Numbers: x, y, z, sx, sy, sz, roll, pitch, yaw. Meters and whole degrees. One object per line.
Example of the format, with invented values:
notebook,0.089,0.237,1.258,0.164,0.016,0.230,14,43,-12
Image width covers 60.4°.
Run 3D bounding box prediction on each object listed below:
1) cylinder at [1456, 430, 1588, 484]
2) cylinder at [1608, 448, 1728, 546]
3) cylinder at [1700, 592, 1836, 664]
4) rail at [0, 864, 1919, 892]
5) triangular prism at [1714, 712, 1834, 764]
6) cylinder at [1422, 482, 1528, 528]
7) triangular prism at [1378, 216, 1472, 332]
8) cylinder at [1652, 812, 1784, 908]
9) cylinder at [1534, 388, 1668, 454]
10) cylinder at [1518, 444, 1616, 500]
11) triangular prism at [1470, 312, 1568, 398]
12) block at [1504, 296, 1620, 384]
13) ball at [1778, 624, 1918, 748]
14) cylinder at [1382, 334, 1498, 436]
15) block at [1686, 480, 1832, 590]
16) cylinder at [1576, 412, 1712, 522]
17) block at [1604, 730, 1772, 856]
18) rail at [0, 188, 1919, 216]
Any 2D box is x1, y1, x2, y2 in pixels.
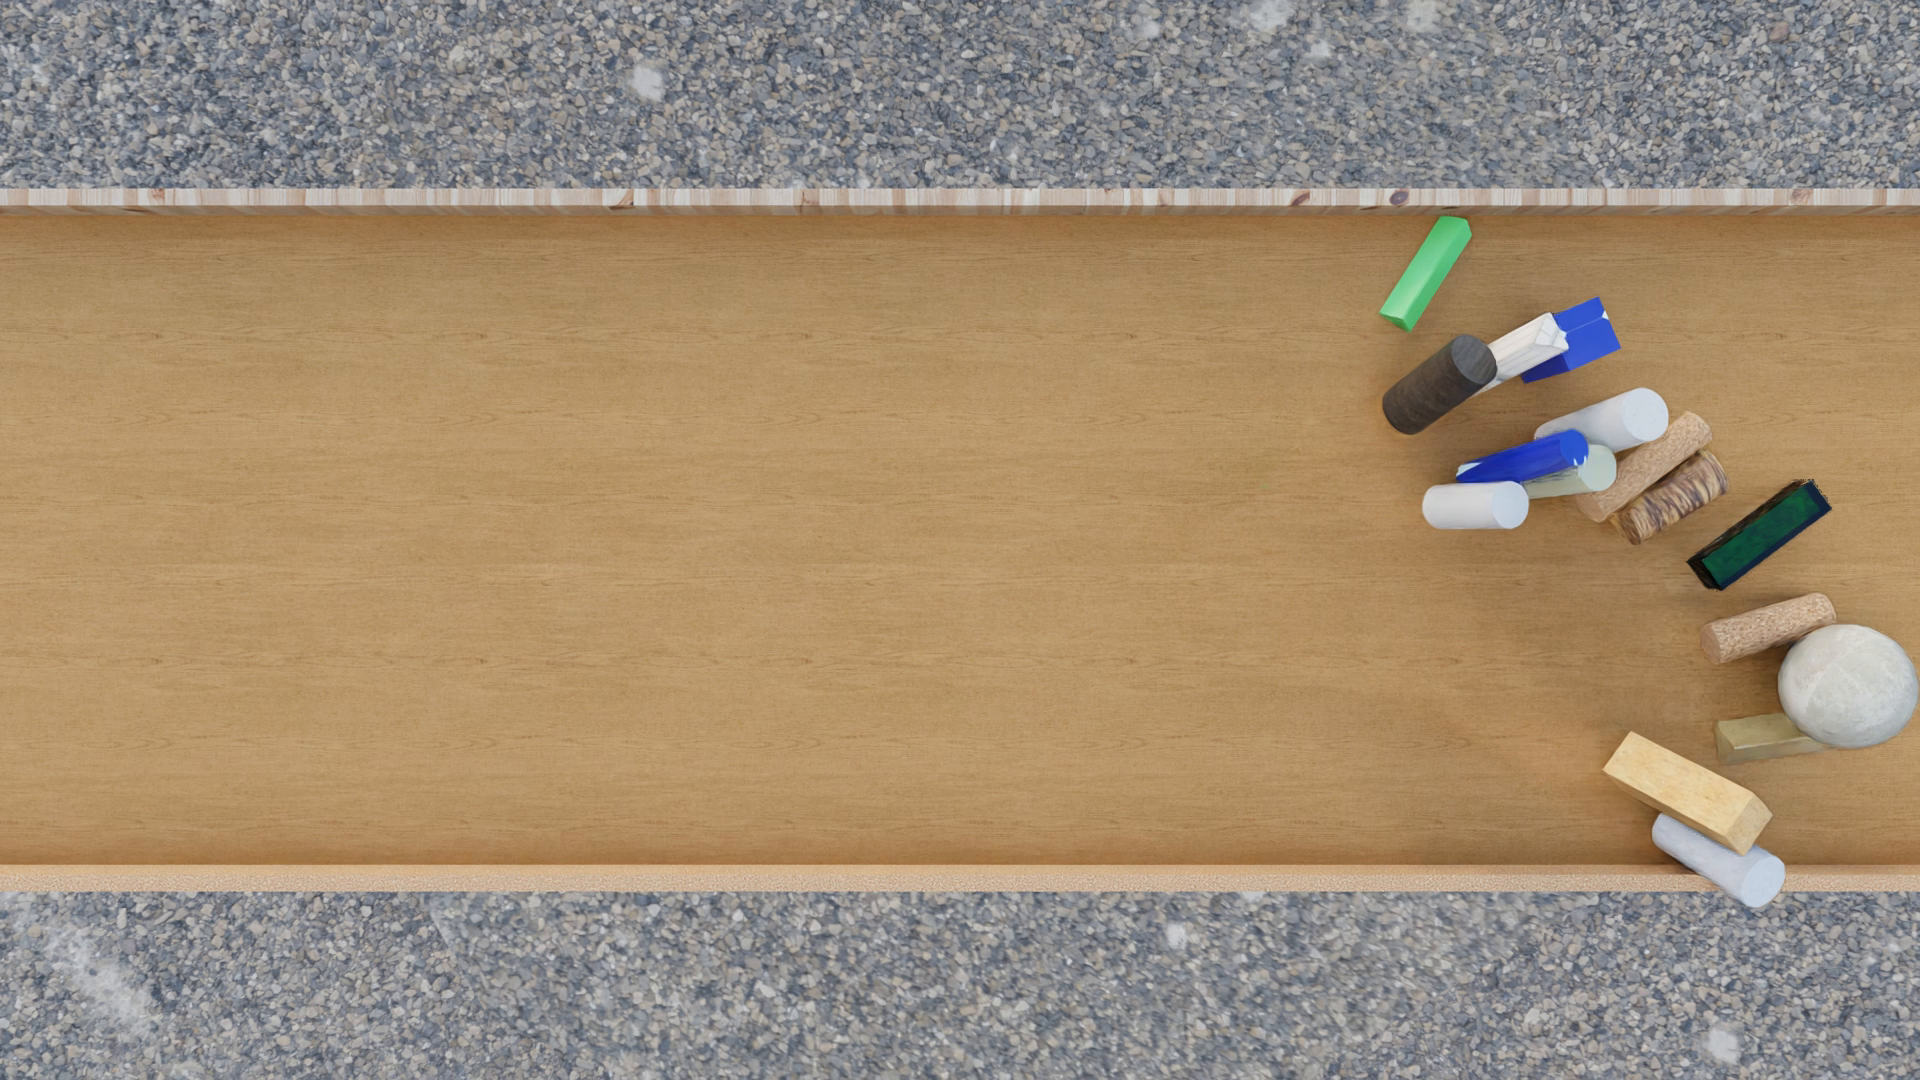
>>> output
cylinder,1.650,-0.224,4.856,0.105,0.438,0.105,4,79,-22
cylinder,2.135,-0.136,4.991,0.308,0.170,0.170,-31,90,0
cylinder,2.453,0.268,5.013,0.359,0.127,0.127,-16,90,0
rail,-2.247,1.025,5.001,12.000,0.150,0.050,0,90,0
triangular prism,2.534,0.596,5.017,0.414,0.112,0.130,-8,90,0
cylinder,1.530,-0.102,4.909,0.137,0.306,0.137,0,90,-23
triangular prism,1.431,-0.817,5.026,0.112,0.097,0.357,33,90,0
cylinder,2.242,0.928,4.886,0.163,0.346,0.163,-8,112,-20
cylinder,1.877,-0.321,4.850,0.153,0.427,0.153,2,81,-14
cylinder,1.770,-0.198,4.890,0.135,0.349,0.135,1,87,-19
triangular prism,1.595,-0.545,4.867,0.116,0.434,0.101,6,74,-20
block,1.780,-0.588,4.894,0.162,0.363,0.162,-24,90,-1
ball,2.610,0.430,4.855,0.366,0.366,0.366,0,90,0
cylinder,1.419,-0.457,4.895,0.162,0.329,0.162,10,63,-21
block,2.431,-0.014,5.023,0.409,0.108,0.108,-37,90,0
cylinder,2.028,-0.216,4.892,0.426,0.109,0.109,-34,90,-9
block,2.137,0.742,4.859,0.148,0.425,0.148,38,87,-36
rail,-2.247,-1.025,5.002,12.000,0.150,0.050,0,90,0
